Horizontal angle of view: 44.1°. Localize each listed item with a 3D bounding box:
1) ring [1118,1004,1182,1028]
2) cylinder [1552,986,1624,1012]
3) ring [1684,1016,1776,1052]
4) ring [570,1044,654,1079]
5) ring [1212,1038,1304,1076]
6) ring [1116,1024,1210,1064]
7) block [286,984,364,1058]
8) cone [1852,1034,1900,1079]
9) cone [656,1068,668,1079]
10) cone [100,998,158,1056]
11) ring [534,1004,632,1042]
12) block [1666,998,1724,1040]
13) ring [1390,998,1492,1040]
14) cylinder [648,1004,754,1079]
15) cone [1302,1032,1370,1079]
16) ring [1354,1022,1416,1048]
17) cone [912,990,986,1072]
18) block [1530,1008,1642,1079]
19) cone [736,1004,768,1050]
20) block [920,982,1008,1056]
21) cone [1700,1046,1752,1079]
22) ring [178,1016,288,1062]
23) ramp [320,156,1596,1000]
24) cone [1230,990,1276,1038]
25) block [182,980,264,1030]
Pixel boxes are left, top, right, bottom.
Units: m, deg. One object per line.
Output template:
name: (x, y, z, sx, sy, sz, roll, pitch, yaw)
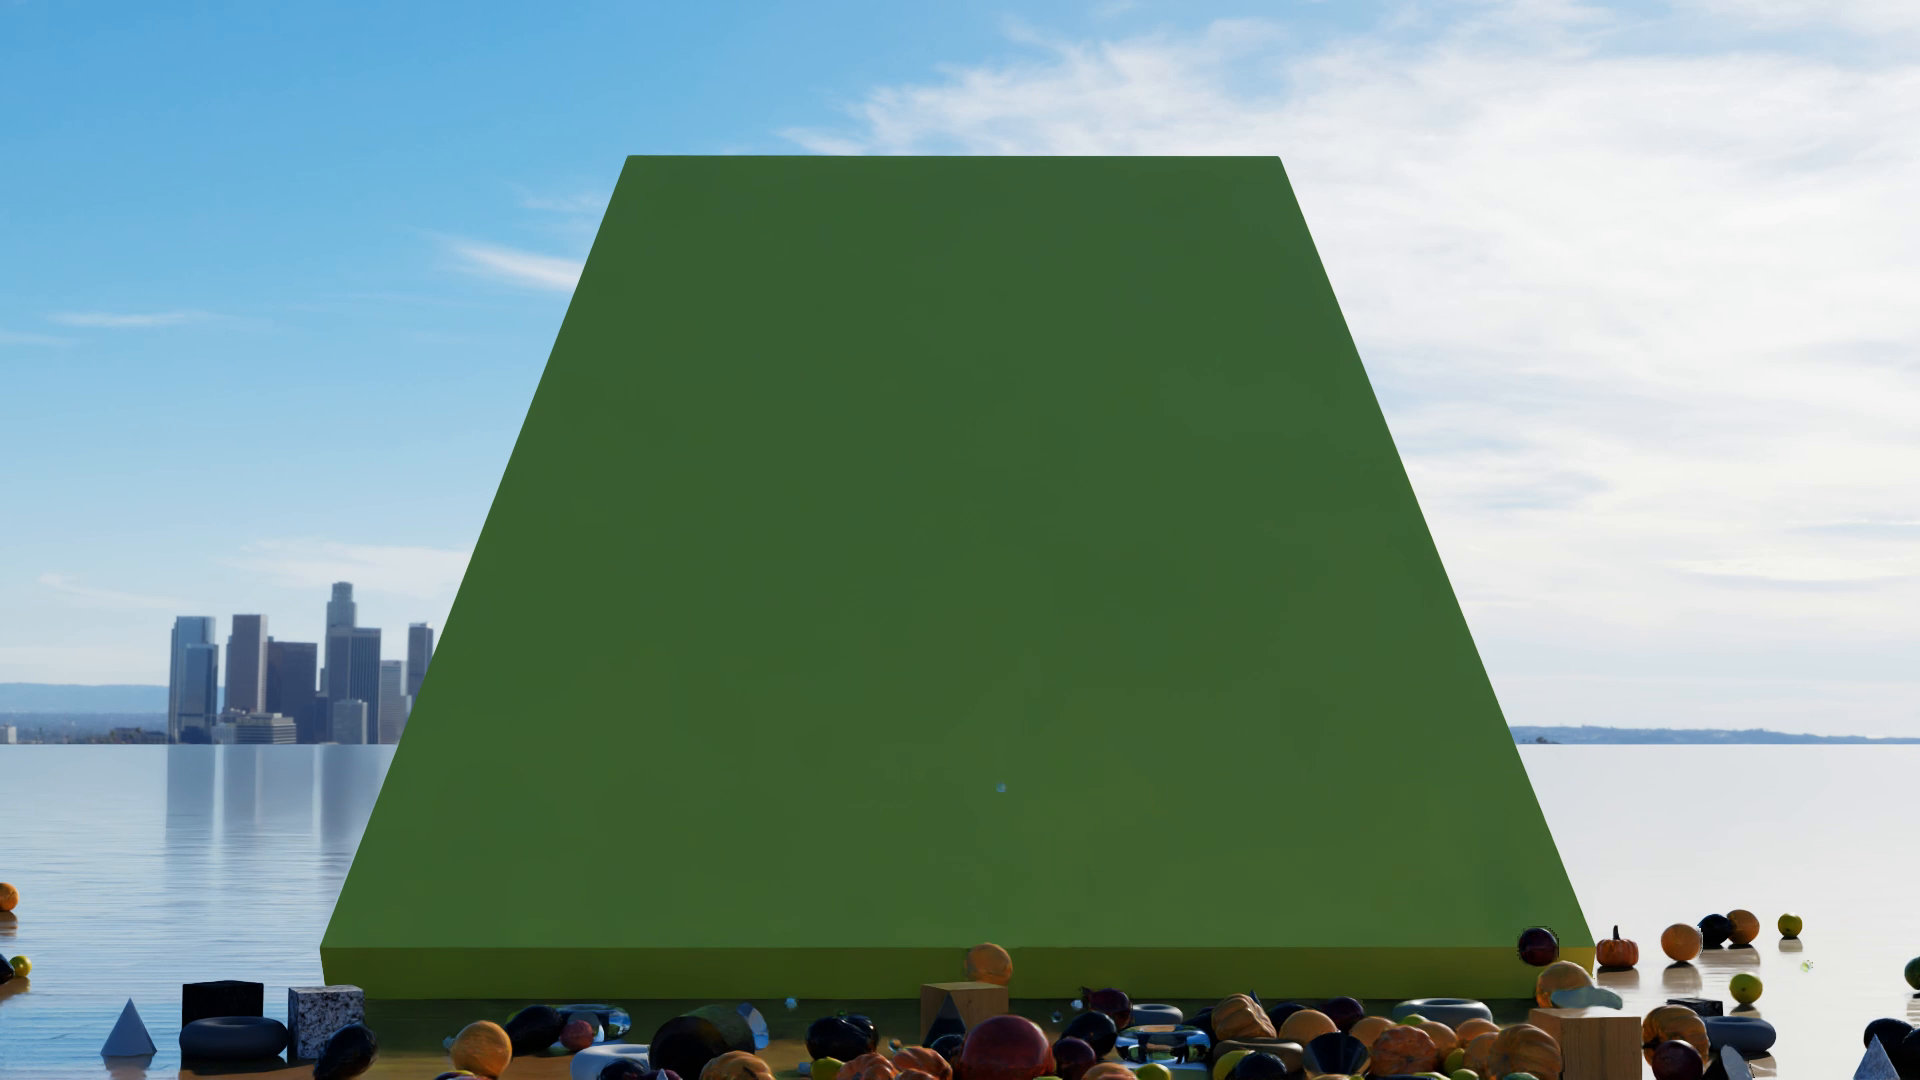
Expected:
ring: (0.271, 0.679, 3.371, 0.092, 0.031, 0.092, 0, -3, 0)
cylinder: (0.765, 0.602, 2.898, 0.085, 0.085, 0.085, -1, 11, 0)
ring: (1.023, 0.657, 3.153, 0.118, 0.039, 0.118, -1, -5, 0)
ring: (-0.395, 0.626, 2.810, 0.134, 0.045, 0.134, 1, -5, 0)
ring: (0.371, 0.639, 2.933, 0.117, 0.039, 0.117, 1, -6, 0)
ring: (0.260, 0.647, 3.043, 0.123, 0.041, 0.123, -1, -5, 0)
block: (-0.832, 0.631, 3.111, 0.083, 0.083, 0.083, 2, -5, -25)
cone: (0.982, 0.577, 2.540, 0.096, 0.096, 0.096, 0, -5, 0)
cone: (-0.298, 0.569, 2.367, 0.084, 0.084, 0.084, 0, -5, 0)
cone: (-1.094, 0.638, 3.125, 0.072, 0.072, 0.072, 0, -5, 0)
ring: (-0.518, 0.664, 3.259, 0.132, 0.044, 0.132, 0, -6, 0)
block: (1.012, 0.659, 3.264, 0.053, 0.053, 0.053, 2, -5, -24)
ring: (0.669, 0.665, 3.296, 0.140, 0.047, 0.140, -1, -5, 0)
cylinder: (-0.298, 0.593, 2.745, 0.097, 0.097, 0.097, -1, -4, 13)
cone: (0.434, 0.623, 2.732, 0.080, 0.080, 0.080, -1, 22, 9)
ring: (0.572, 0.666, 3.185, 0.083, 0.028, 0.083, 1, -5, 0)
cone: (-0.014, 0.616, 2.992, 0.094, 0.094, 0.094, 0, -5, 0)
block: (0.723, 0.594, 2.740, 0.095, 0.095, 0.095, 1, -5, -9)
cone: (-0.302, 0.663, 3.166, 0.066, 0.066, 0.066, -32, -19, 23)
block: (0.006, 0.630, 3.121, 0.087, 0.087, 0.087, 2, -5, -25)
cone: (0.881, 0.630, 2.767, 0.061, 0.061, 0.061, -36, -25, 32)
ring: (-0.944, 0.648, 3.083, 0.137, 0.046, 0.137, 1, -4, 0)
ramp: (-0.011, -0.226, 5.518, 2.000, 0.100, 4.000, 0, 27, 0)
cone: (0.408, 0.657, 3.305, 0.064, 0.064, 0.064, 0, -5, 0)
block: (-1.009, 0.646, 3.245, 0.076, 0.076, 0.076, -4, -6, 38)
